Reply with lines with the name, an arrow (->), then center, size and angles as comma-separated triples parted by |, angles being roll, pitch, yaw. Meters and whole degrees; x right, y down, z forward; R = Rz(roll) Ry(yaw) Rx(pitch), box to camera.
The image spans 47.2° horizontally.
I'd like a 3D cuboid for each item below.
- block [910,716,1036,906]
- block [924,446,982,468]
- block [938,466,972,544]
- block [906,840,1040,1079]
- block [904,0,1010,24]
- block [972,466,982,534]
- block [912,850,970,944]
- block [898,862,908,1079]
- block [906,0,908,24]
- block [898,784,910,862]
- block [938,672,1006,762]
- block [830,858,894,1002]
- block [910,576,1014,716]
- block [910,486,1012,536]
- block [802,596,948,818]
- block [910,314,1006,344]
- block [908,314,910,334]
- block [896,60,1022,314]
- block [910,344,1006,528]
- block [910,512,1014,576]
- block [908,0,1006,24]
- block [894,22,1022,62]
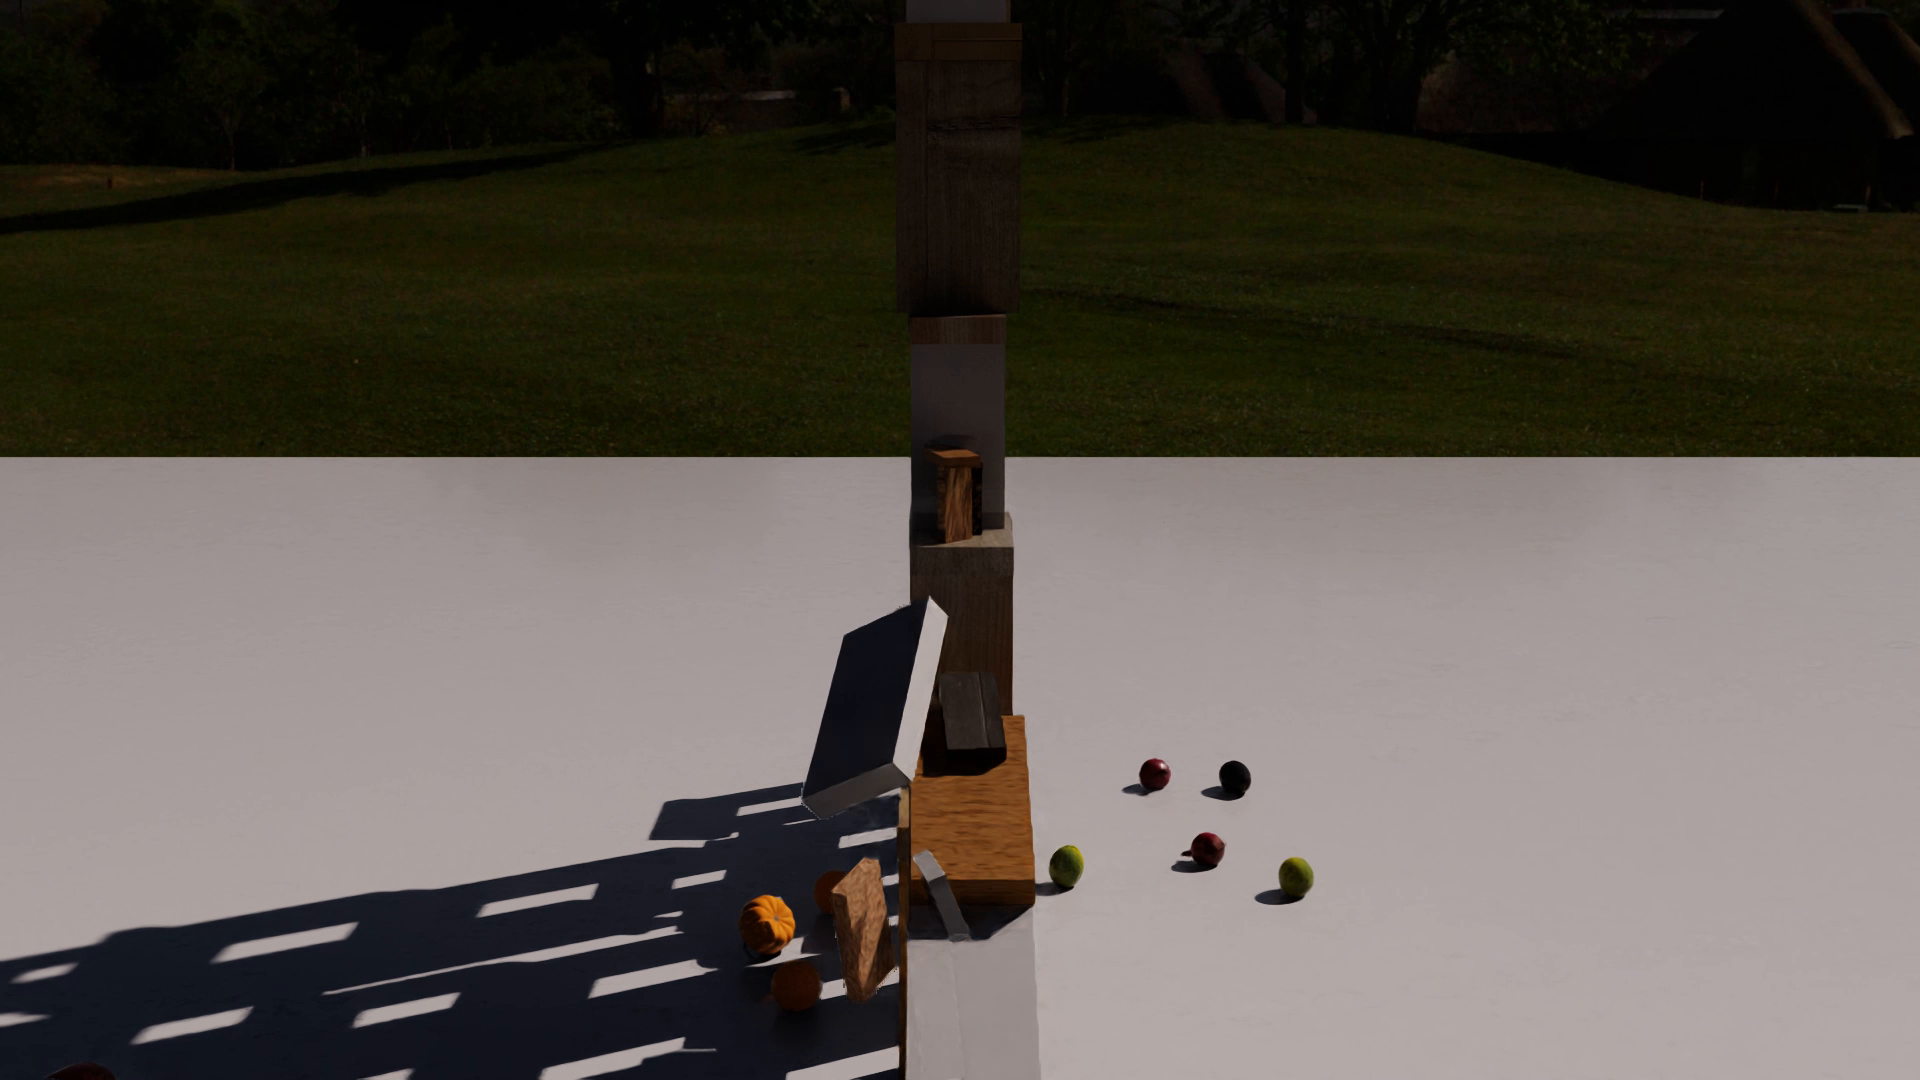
block -> 0.012, 0.334, 2.753 | 0.149, 0.042, 0.299 | 0, 36, -2
block -> -0.012, -0.116, 3.076 | 0.053, 0.015, 0.105 | -3, 11, -17
block -> -0.007, -0.051, 3.056 | 0.015, 0.105, 0.053 | 9, 14, 44
block -> 0.014, 0.596, 2.464 | 0.149, 0.042, 0.931 | 1, 36, -1
block -> -0.005, -0.928, 3.307 | 0.161, 0.322, 0.046 | 0, 11, 0
block -> 0.005, -0.060, 3.106 | 0.053, 0.105, 0.015 | 0, 10, 0
block -> -0.023, 0.406, 2.513 | 0.021, 0.075, 0.150 | -23, 6, -6
block -> -0.001, 0.564, 2.935 | 0.159, 0.318, 0.045 | 0, 12, 0
block -> -0.009, -0.886, 3.221 | 0.136, 0.272, 0.039 | -2, 11, -11
block -> -0.001, 0.367, 3.005 | 0.159, 0.045, 0.318 | 0, 10, 0
block -> 0.015, 0.228, 2.845 | 0.075, 0.021, 0.150 | -2, 36, -5
block -> -0.113, 0.458, 2.581 | 0.021, 0.150, 0.075 | 7, 28, 28
block -> 0.002, 0.181, 3.099 | 0.143, 0.286, 0.041 | 0, 10, 0
block -> 0.000, -0.038, 3.462 | 0.155, 0.044, 0.310 | 0, 11, 0
block -> -0.109, 0.216, 2.882 | 0.149, 0.042, 0.299 | -25, 33, 29
block -> -0.003, -0.317, 3.211 | 0.134, 0.038, 0.267 | 0, 10, 0
block -> -0.004, -0.523, 3.761 | 0.169, 0.337, 0.048 | 0, 11, 1
block -> -0.003, -0.502, 3.135 | 0.176, 0.353, 0.050 | 0, 10, 0
block -> -0.003, -0.151, 3.151 | 0.134, 0.267, 0.038 | 0, 10, 0
block -> 0.002, 0.004, 3.161 | 0.143, 0.041, 0.286 | 0, 11, 0
block -> -0.005, -0.851, 3.030 | 0.136, 0.272, 0.039 | 0, 11, -1
block -> -0.004, -0.721, 3.213 | 0.176, 0.050, 0.353 | 0, 11, 0
